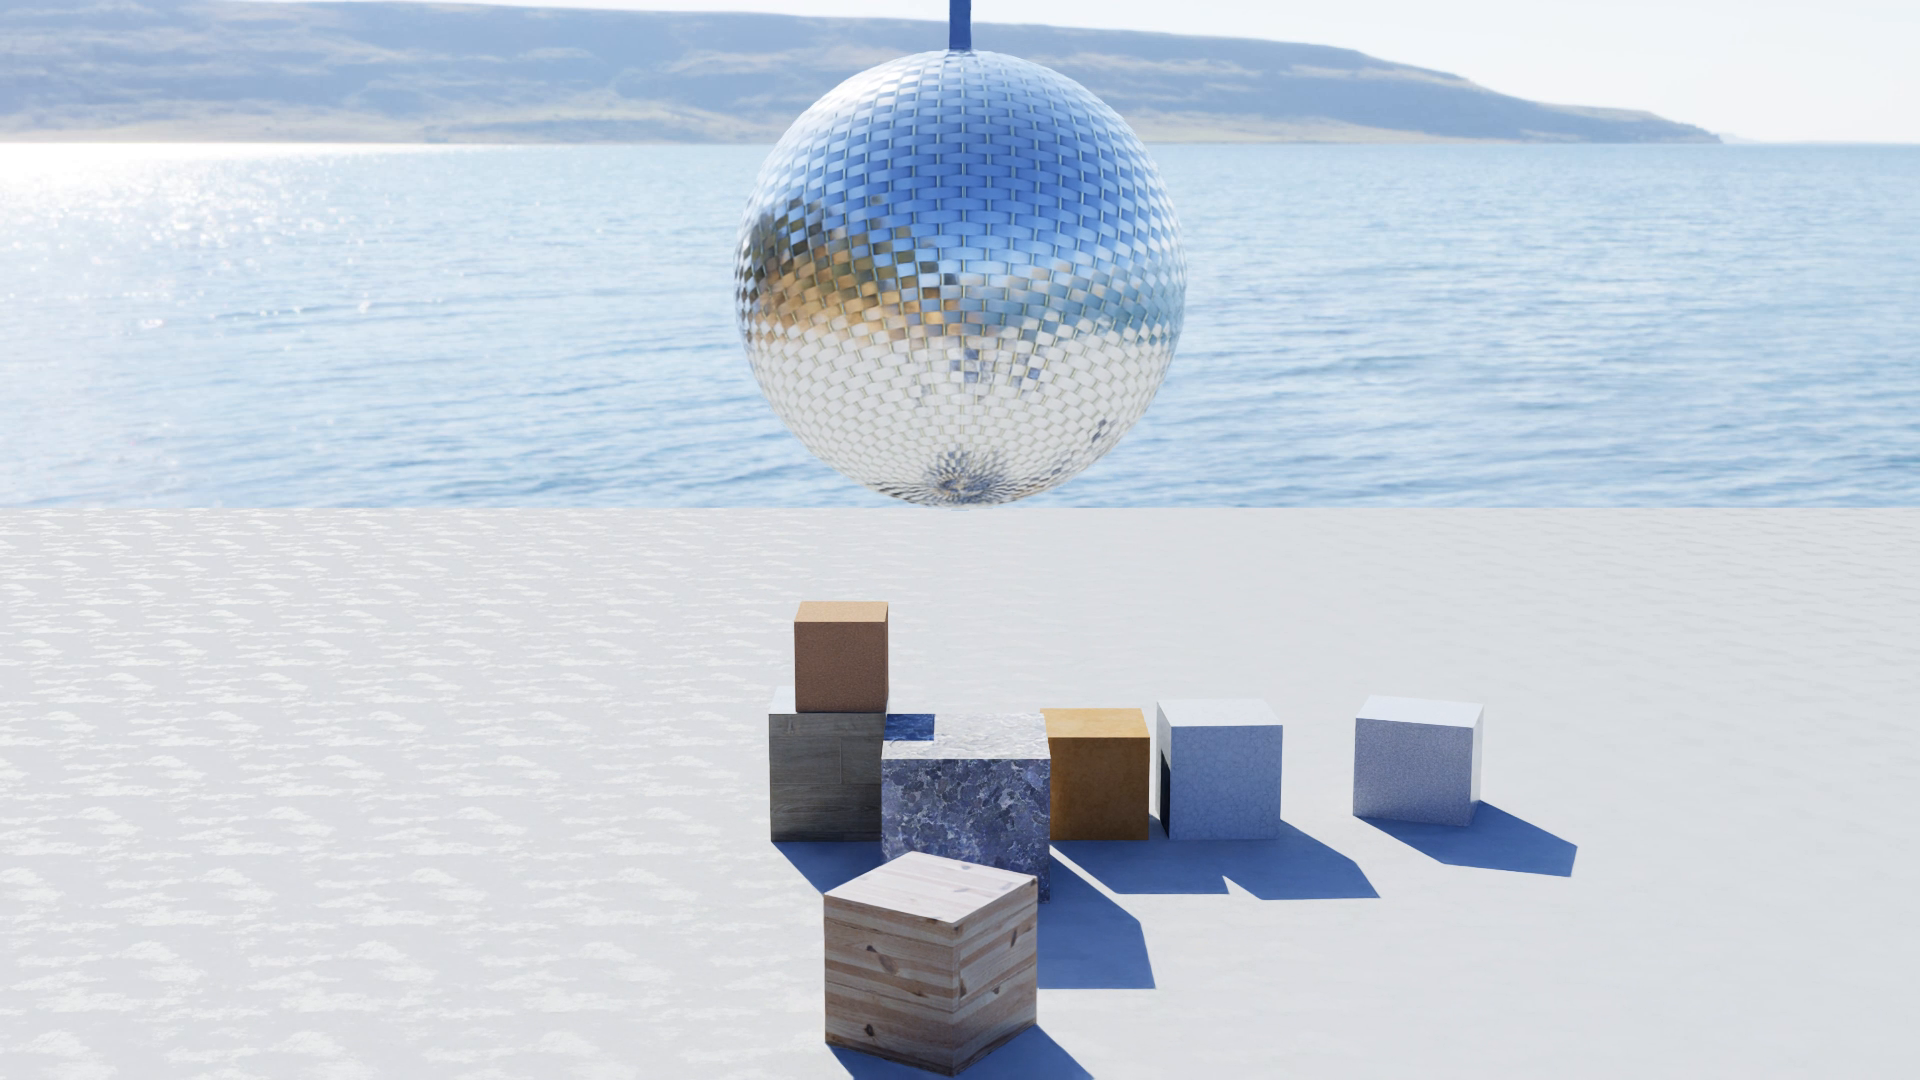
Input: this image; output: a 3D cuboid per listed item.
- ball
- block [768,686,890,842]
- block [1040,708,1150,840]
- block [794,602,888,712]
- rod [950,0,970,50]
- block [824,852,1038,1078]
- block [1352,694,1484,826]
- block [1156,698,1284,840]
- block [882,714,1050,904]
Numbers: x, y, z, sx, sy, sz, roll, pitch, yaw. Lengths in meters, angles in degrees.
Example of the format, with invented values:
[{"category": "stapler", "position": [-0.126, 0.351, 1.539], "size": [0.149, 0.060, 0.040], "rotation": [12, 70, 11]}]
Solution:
[{"category": "ball", "position": [0.000, -0.911, 7.755], "size": [1.600, 1.600, 1.600], "rotation": [0, 10, 0]}, {"category": "block", "position": [-0.666, 1.149, 11.373], "size": [0.590, 0.670, 0.570], "rotation": [0, 10, 0]}, {"category": "block", "position": [0.691, 1.208, 11.407], "size": [0.533, 0.542, 0.574], "rotation": [0, 10, 0]}, {"category": "block", "position": [-0.602, 0.592, 11.269], "size": [0.454, 0.464, 0.490], "rotation": [0, 10, 0]}, {"category": "rod", "position": [0.000, -4.063, 9.029], "size": [0.080, 5.200, 0.080], "rotation": [0, -22, 0]}, {"category": "block", "position": [-0.112, 1.661, 8.702], "size": [0.599, 0.618, 0.622], "rotation": [7, 12, 32]}, {"category": "block", "position": [2.437, 1.164, 11.679], "size": [0.604, 0.531, 0.509], "rotation": [4, 11, 19]}, {"category": "block", "position": [1.334, 1.182, 11.395], "size": [0.567, 0.598, 0.531], "rotation": [-1, 10, -3]}, {"category": "block", "position": [0.027, 1.278, 10.583], "size": [0.779, 0.699, 0.813], "rotation": [0, 10, 0]}]
